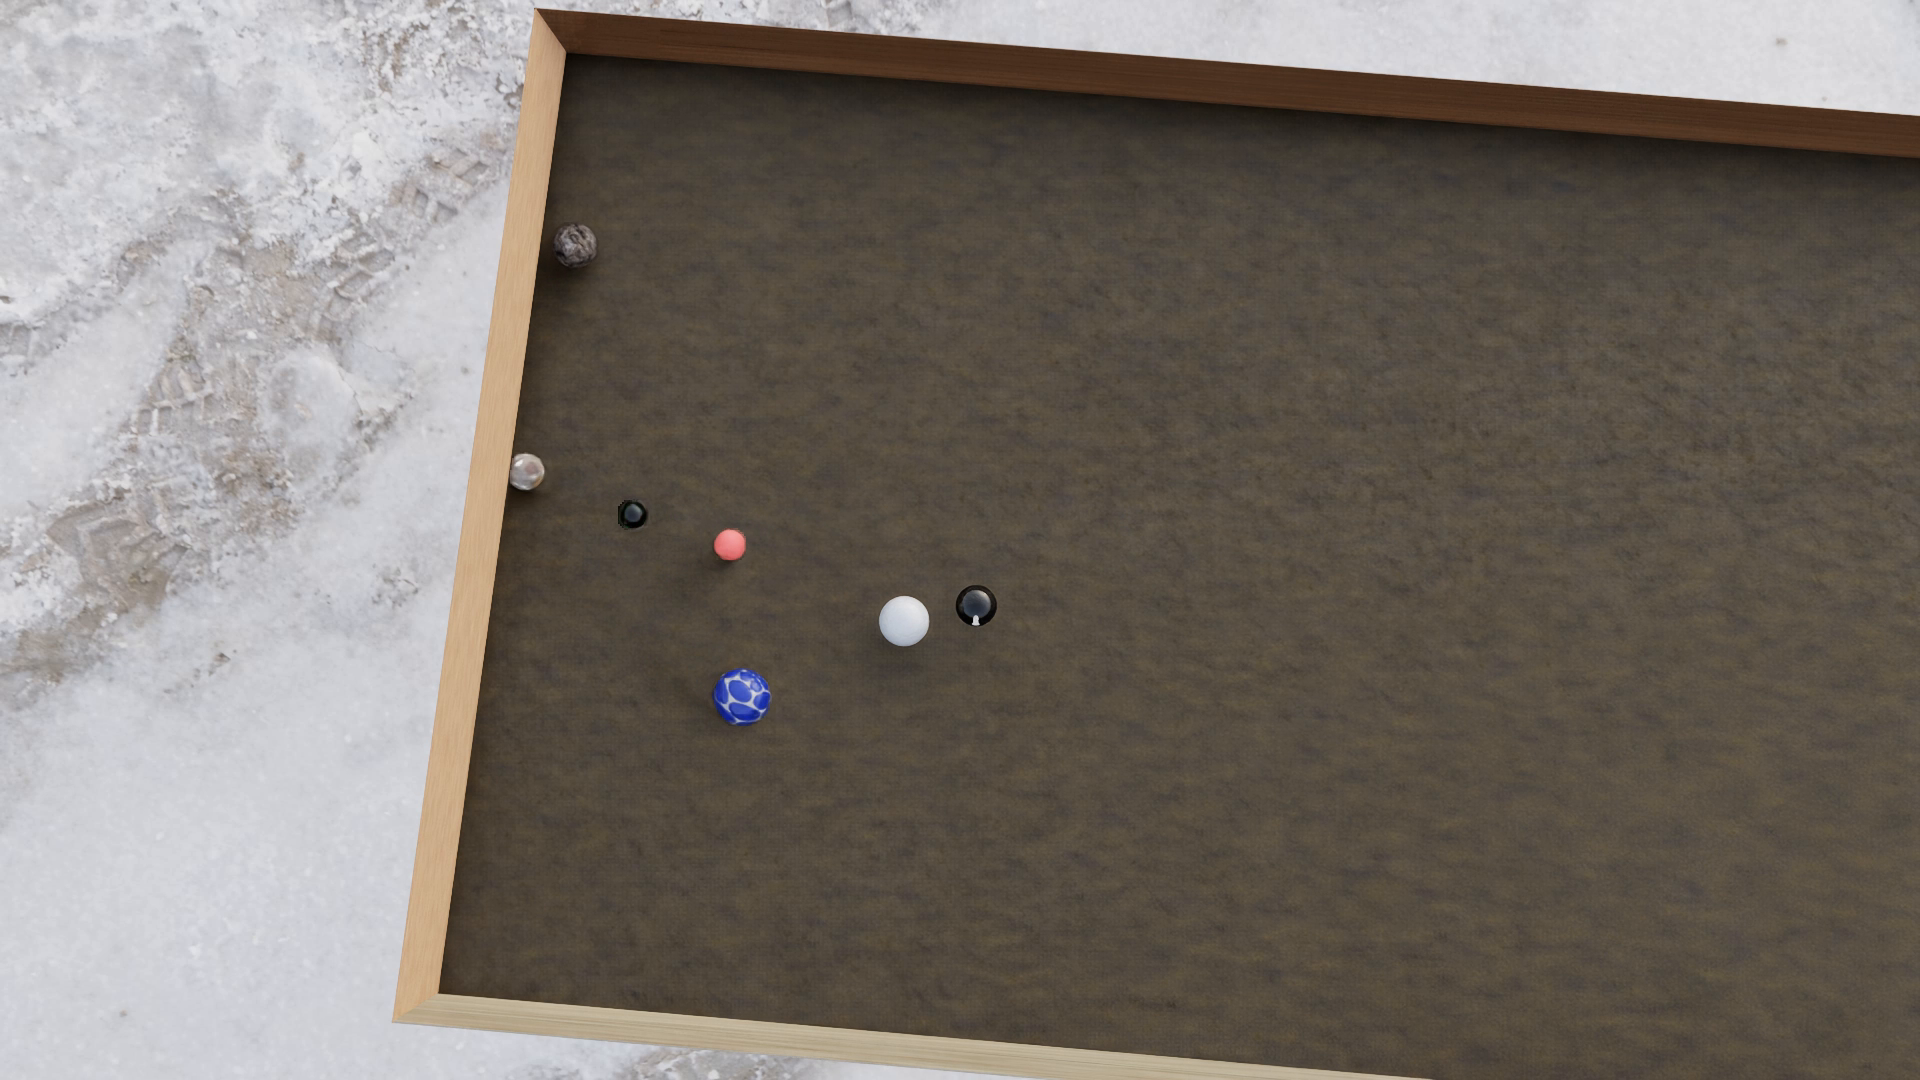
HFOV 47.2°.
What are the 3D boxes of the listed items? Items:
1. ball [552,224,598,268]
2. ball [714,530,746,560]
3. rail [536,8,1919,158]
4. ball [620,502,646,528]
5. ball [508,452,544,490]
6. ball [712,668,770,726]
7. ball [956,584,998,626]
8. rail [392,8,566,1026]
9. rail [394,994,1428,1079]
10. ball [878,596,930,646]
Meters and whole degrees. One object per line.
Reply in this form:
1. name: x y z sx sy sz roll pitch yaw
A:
1. ball: -0.601 -0.459 3.433 0.069 0.069 0.069 0 77 0
2. ball: -0.349 0.008 3.334 0.047 0.047 0.047 0 77 0
3. rail: 0.796 -0.679 3.464 2.940 0.109 0.045 5 77 1
4. ball: -0.498 -0.038 3.348 0.041 0.041 0.041 0 77 0
5. ball: -0.663 -0.104 3.356 0.057 0.057 0.057 0 77 0
6. ball: -0.324 0.232 3.261 0.084 0.084 0.084 0 77 0
7. ball: 0.025 0.099 3.304 0.063 0.063 0.063 0 77 0
8. rail: -0.709 -0.064 3.318 0.045 0.109 1.560 5 77 1
9. rail: 0.669 0.787 3.116 2.940 0.109 0.045 5 77 1
10. ball: -0.084 0.121 3.292 0.076 0.076 0.076 0 77 0
